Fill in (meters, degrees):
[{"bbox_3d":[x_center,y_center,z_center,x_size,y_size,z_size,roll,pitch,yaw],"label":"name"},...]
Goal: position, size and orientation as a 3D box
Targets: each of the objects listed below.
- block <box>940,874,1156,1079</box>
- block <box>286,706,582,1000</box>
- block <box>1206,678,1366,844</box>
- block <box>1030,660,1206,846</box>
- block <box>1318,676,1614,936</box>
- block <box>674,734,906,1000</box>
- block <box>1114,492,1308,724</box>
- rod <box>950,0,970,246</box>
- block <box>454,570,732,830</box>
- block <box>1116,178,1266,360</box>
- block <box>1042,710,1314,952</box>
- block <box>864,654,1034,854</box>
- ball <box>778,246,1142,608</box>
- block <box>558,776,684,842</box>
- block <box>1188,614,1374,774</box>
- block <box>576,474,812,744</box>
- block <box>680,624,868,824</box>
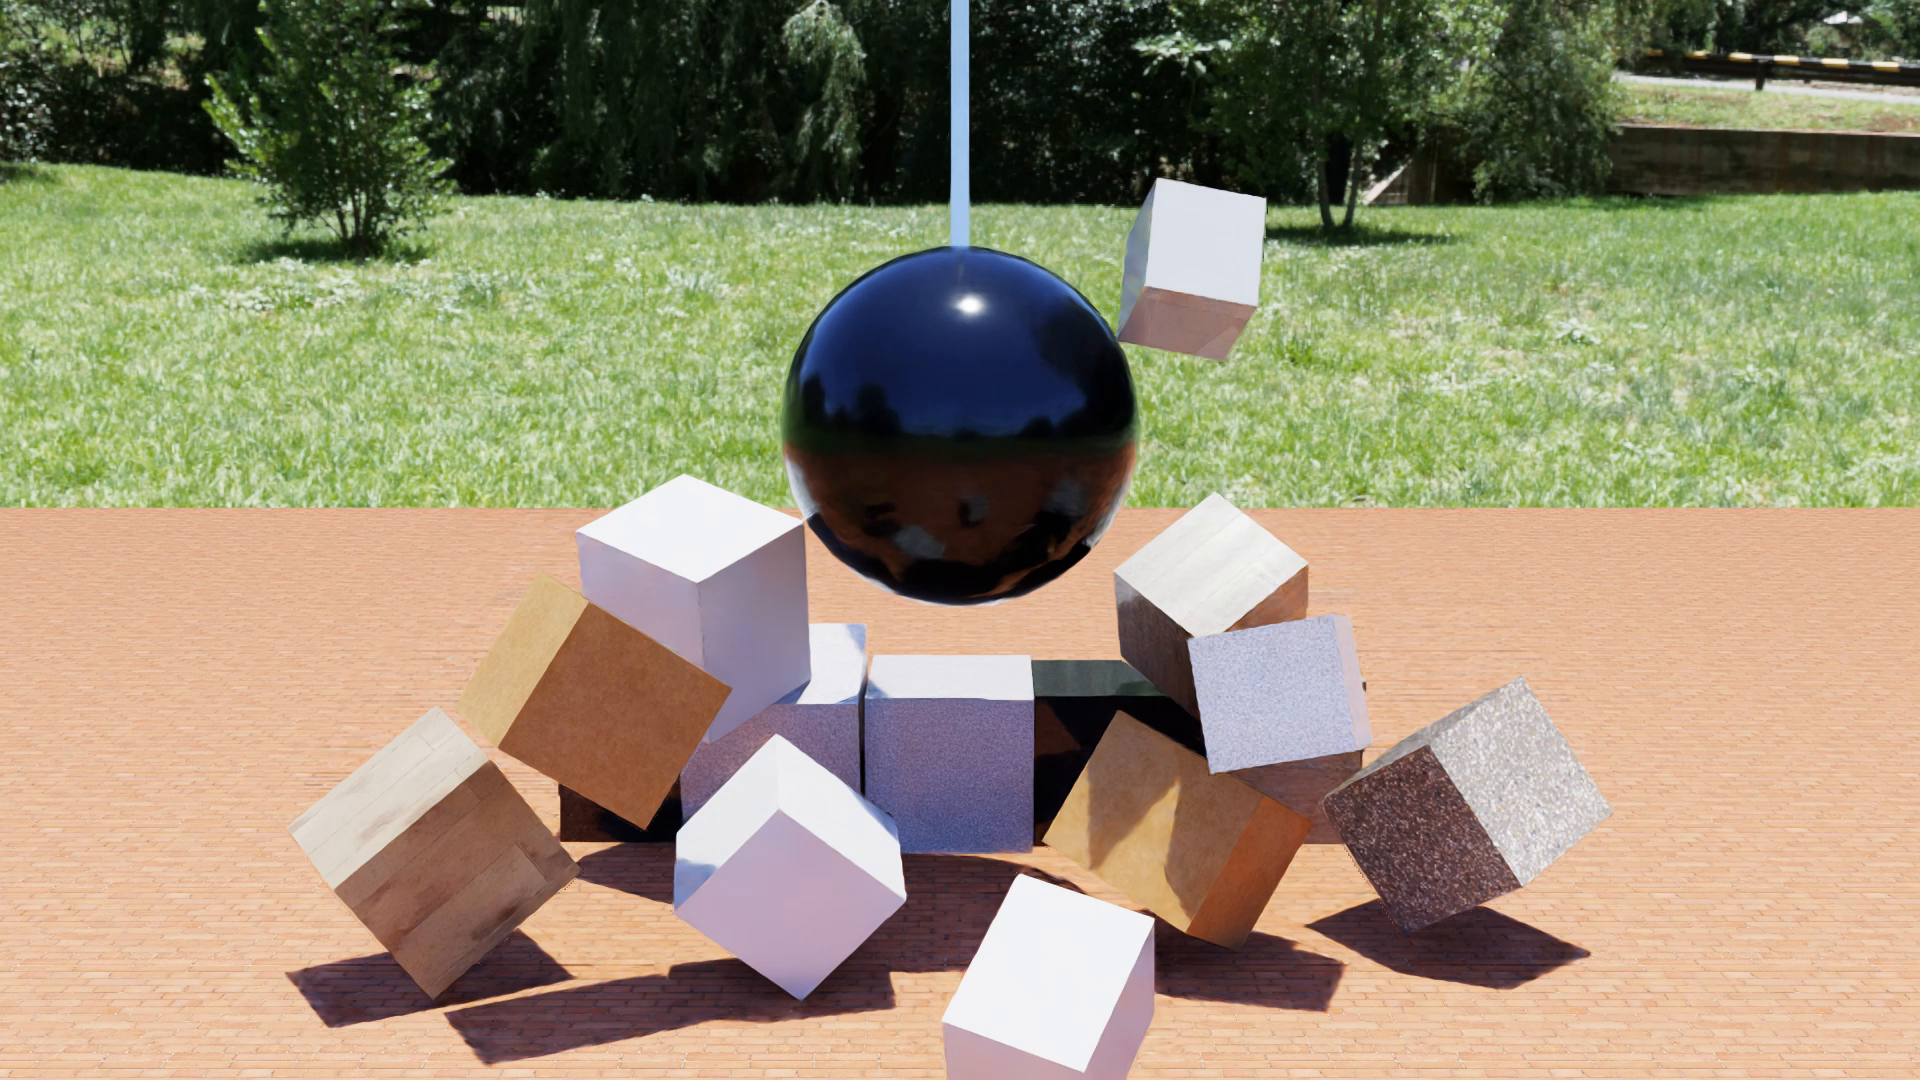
[{"bbox_3d":[0.323,1.675,7.711,0.517,0.601,0.656,16,48,19],"label":"block"},{"bbox_3d":[-2.212,1.300,9.254,0.793,0.686,0.709,-41,31,-15],"label":"block"},{"bbox_3d":[1.632,1.062,11.367,0.779,0.844,0.686,0,10,0],"label":"block"},{"bbox_3d":[0.803,1.091,11.381,0.858,0.781,0.777,0,10,0],"label":"block"},{"bbox_3d":[2.212,1.173,9.672,0.682,0.700,0.816,-28,-8,-35],"label":"block"},{"bbox_3d":[-0.713,1.357,9.148,0.685,0.644,0.593,39,16,-21],"label":"block"},{"bbox_3d":[1.235,0.346,10.784,0.684,0.710,0.627,-37,56,-20],"label":"block"},{"bbox_3d":[0.000,-3.893,9.891,0.080,5.200,0.080,0,-2,0],"label":"rod"},{"bbox_3d":[-1.450,0.625,8.666,0.705,0.643,0.605,35,-7,-29],"label":"block"},{"bbox_3d":[0.962,-1.125,9.186,0.467,0.503,0.520,10,-21,-6],"label":"block"},{"bbox_3d":[0.953,1.265,9.551,0.770,0.656,0.684,30,-1,31],"label":"block"},{"bbox_3d":[-0.048,1.089,11.359,0.835,0.793,0.934,0,10,1],"label":"block"},{"bbox_3d":[0.000,-0.496,9.748,1.600,1.600,1.600,0,10,0],"label":"ball"},{"bbox_3d":[-1.701,1.149,11.406,0.639,0.658,0.664,0,10,0],"label":"block"},{"bbox_3d":[1.337,0.635,9.135,0.601,0.552,0.580,-11,-6,16],"label":"block"},{"bbox_3d":[-1.267,0.318,10.580,0.793,0.882,0.720,21,36,33],"label":"block"},{"bbox_3d":[-0.930,0.991,11.179,0.890,0.856,0.788,0,27,1],"label":"block"}]
